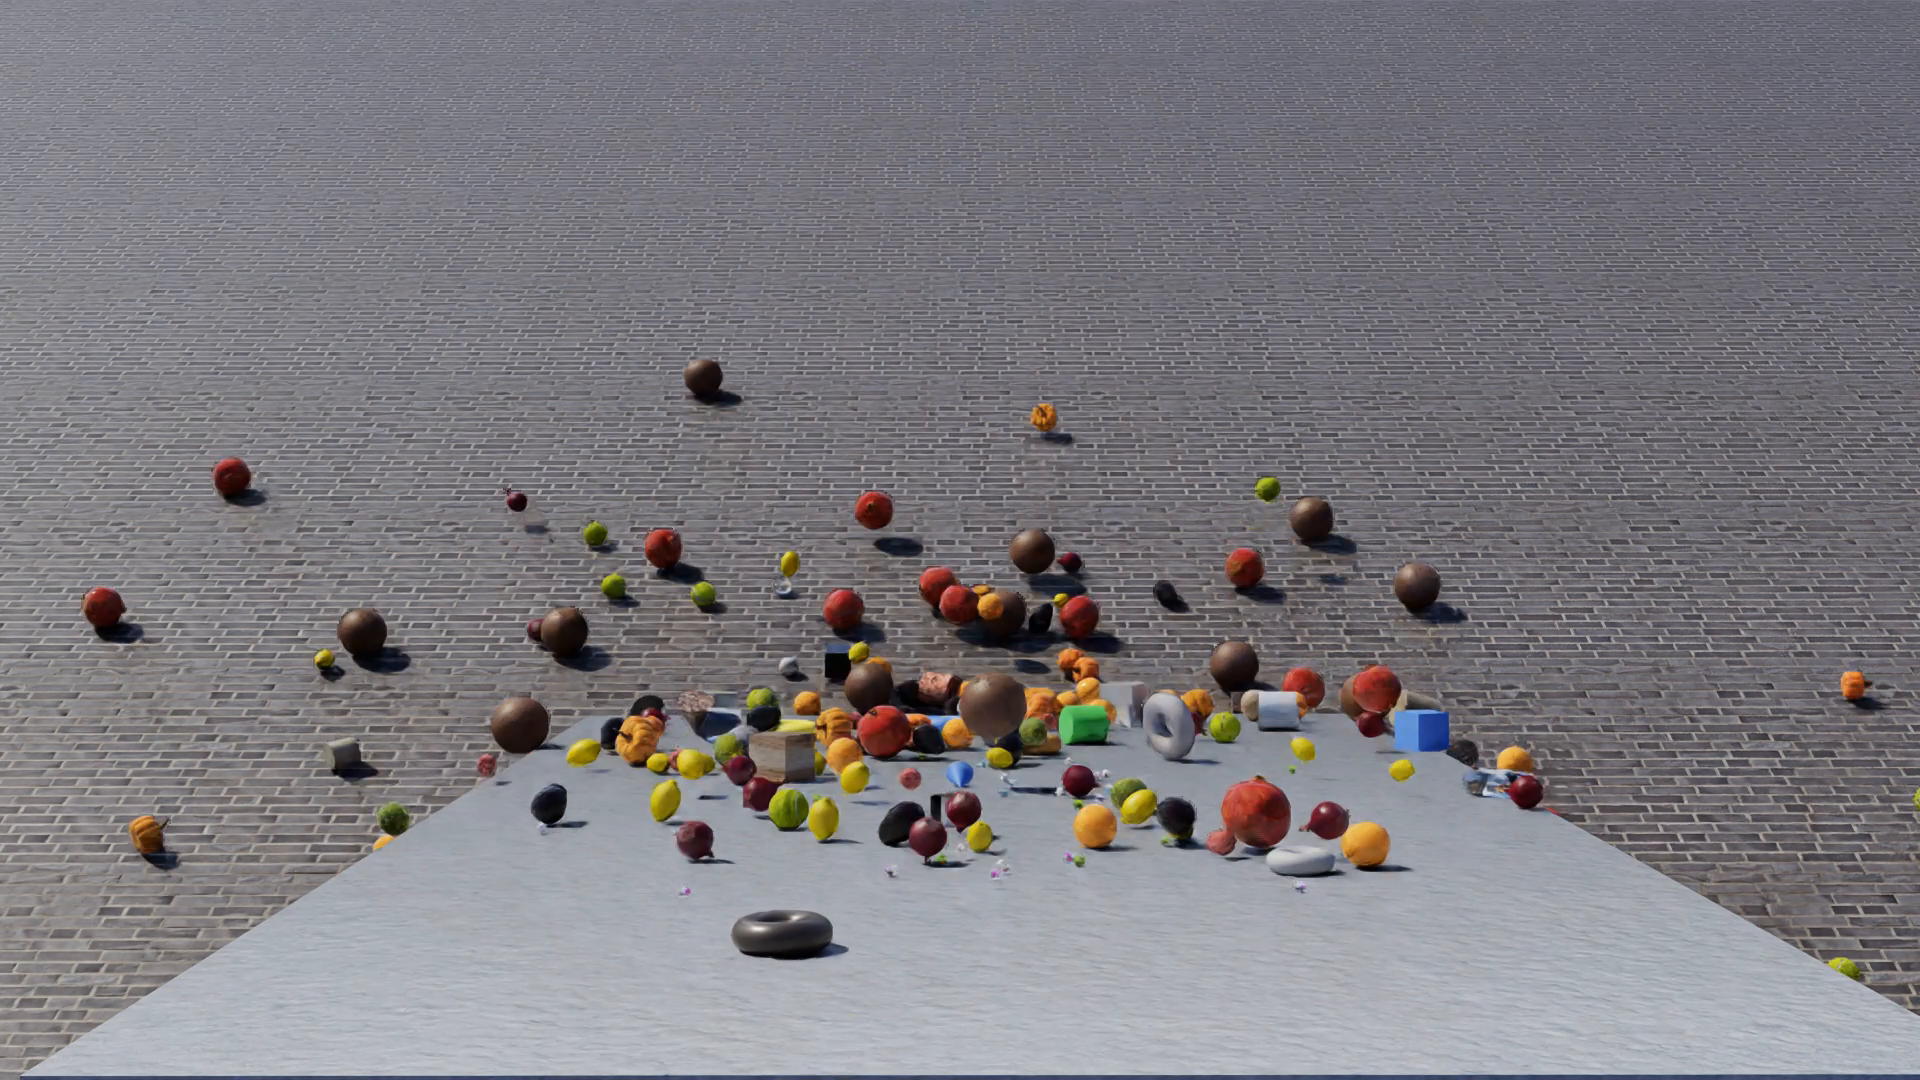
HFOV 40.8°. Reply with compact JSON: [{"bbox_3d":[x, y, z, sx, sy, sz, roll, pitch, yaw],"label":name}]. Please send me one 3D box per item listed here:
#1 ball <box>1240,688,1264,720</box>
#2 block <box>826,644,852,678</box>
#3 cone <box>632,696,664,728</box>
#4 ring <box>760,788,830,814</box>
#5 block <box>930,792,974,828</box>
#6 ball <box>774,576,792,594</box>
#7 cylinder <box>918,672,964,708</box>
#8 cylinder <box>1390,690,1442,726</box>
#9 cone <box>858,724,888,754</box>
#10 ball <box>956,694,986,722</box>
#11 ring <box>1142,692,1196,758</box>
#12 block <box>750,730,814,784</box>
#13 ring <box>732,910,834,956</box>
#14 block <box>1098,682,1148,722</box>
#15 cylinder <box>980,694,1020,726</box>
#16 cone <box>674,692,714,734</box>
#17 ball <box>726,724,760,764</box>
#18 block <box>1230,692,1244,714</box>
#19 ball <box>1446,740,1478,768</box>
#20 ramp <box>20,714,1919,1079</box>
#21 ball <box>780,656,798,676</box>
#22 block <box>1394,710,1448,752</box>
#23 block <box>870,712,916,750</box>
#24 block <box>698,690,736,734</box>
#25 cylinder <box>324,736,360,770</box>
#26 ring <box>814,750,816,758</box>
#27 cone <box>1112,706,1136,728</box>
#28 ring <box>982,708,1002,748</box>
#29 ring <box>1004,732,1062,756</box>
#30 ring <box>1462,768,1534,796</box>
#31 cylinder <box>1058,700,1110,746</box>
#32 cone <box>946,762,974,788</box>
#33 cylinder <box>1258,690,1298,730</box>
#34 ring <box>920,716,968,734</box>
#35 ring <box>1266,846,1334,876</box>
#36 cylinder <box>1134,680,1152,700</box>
[{"bbox_3d":[0.736,0.409,6.425,0.078,0.078,0.078,0,26,0],"label":"ball"},{"bbox_3d":[-0.326,0.324,6.930,0.069,0.069,0.069,0,18,-3],"label":"block"},{"bbox_3d":[-0.748,0.434,6.262,0.083,0.083,0.083,-8,30,-16],"label":"cone"},{"bbox_3d":[-0.297,0.485,4.653,0.127,0.042,0.127,-1,18,0],"label":"ring"},{"bbox_3d":[-0.014,0.466,4.452,0.052,0.052,0.052,1,2,42],"label":"block"},{"bbox_3d":[-0.505,0.130,7.356,0.053,0.053,0.053,0,26,0],"label":"ball"},{"bbox_3d":[-0.050,0.392,6.753,0.085,0.085,0.085,9,27,30],"label":"cylinder"},{"bbox_3d":[1.091,0.414,6.179,0.092,0.092,0.092,17,24,-11],"label":"cylinder"},{"bbox_3d":[-0.201,0.450,5.629,0.071,0.071,0.071,8,30,16],"label":"cone"},{"bbox_3d":[0.027,0.394,6.063,0.067,0.067,0.067,0,26,0],"label":"ball"},{"bbox_3d":[0.443,0.393,5.473,0.049,0.146,0.146,-17,31,-34],"label":"ring"},{"bbox_3d":[-0.354,0.431,5.139,0.091,0.091,0.091,1,2,36],"label":"block"},{"bbox_3d":[-0.224,0.498,3.267,0.129,0.043,0.129,-1,2,0],"label":"ring"},{"bbox_3d":[0.407,0.402,6.410,0.092,0.092,0.092,1,1,30],"label":"block"},{"bbox_3d":[0.094,0.409,6.138,0.070,0.070,0.070,-23,35,-37],"label":"cylinder"},{"bbox_3d":[-0.618,0.416,6.025,0.092,0.092,0.092,0,27,0],"label":"cone"},{"bbox_3d":[-0.453,0.430,5.439,0.081,0.081,0.081,0,26,0],"label":"ball"},{"bbox_3d":[0.735,0.423,6.705,0.057,0.057,0.057,-1,-3,1],"label":"block"},{"bbox_3d":[1.105,0.473,5.672,0.070,0.070,0.070,0,26,0],"label":"ball"},{"bbox_3d":[0.060,0.539,4.575,2.000,0.100,4.000,0,1,0],"label":"ramp"},{"bbox_3d":[-0.460,0.339,6.935,0.051,0.051,0.051,0,26,0],"label":"ball"},{"bbox_3d":[1.020,0.422,5.708,0.084,0.084,0.084,-1,1,-30],"label":"block"},{"bbox_3d":[-0.151,0.426,5.757,0.075,0.075,0.075,-1,1,-29],"label":"block"},{"bbox_3d":[-0.579,0.408,6.100,0.095,0.095,0.095,0,1,-8],"label":"block"},{"bbox_3d":[-1.556,0.537,6.502,0.069,0.069,0.069,-16,30,-33],"label":"cylinder"},{"bbox_3d":[-0.358,0.452,5.453,0.111,0.037,0.111,0,2,0],"label":"ring"},{"bbox_3d":[0.405,0.439,6.242,0.057,0.057,0.057,-6,29,-11],"label":"cone"},{"bbox_3d":[0.070,0.410,5.622,0.029,0.086,0.086,0,26,15],"label":"ring"},{"bbox_3d":[0.160,0.445,5.638,0.125,0.042,0.125,1,1,0],"label":"ring"},{"bbox_3d":[1.020,0.460,4.888,0.134,0.045,0.134,0,0,0],"label":"ring"},{"bbox_3d":[0.280,0.417,5.840,0.086,0.086,0.086,-22,32,-18],"label":"cylinder"},{"bbox_3d":[0.001,0.467,5.014,0.054,0.054,0.054,0,28,-1],"label":"cone"},{"bbox_3d":[0.757,0.406,6.149,0.093,0.093,0.093,-1,26,6],"label":"cylinder"},{"bbox_3d":[-0.039,0.436,6.087,0.116,0.039,0.116,-1,0,0],"label":"ring"},{"bbox_3d":[0.517,0.487,3.916,0.103,0.034,0.103,-1,2,0],"label":"ring"},{"bbox_3d":[0.422,0.401,6.518,0.087,0.087,0.087,0,20,-44],"label":"cylinder"}]
